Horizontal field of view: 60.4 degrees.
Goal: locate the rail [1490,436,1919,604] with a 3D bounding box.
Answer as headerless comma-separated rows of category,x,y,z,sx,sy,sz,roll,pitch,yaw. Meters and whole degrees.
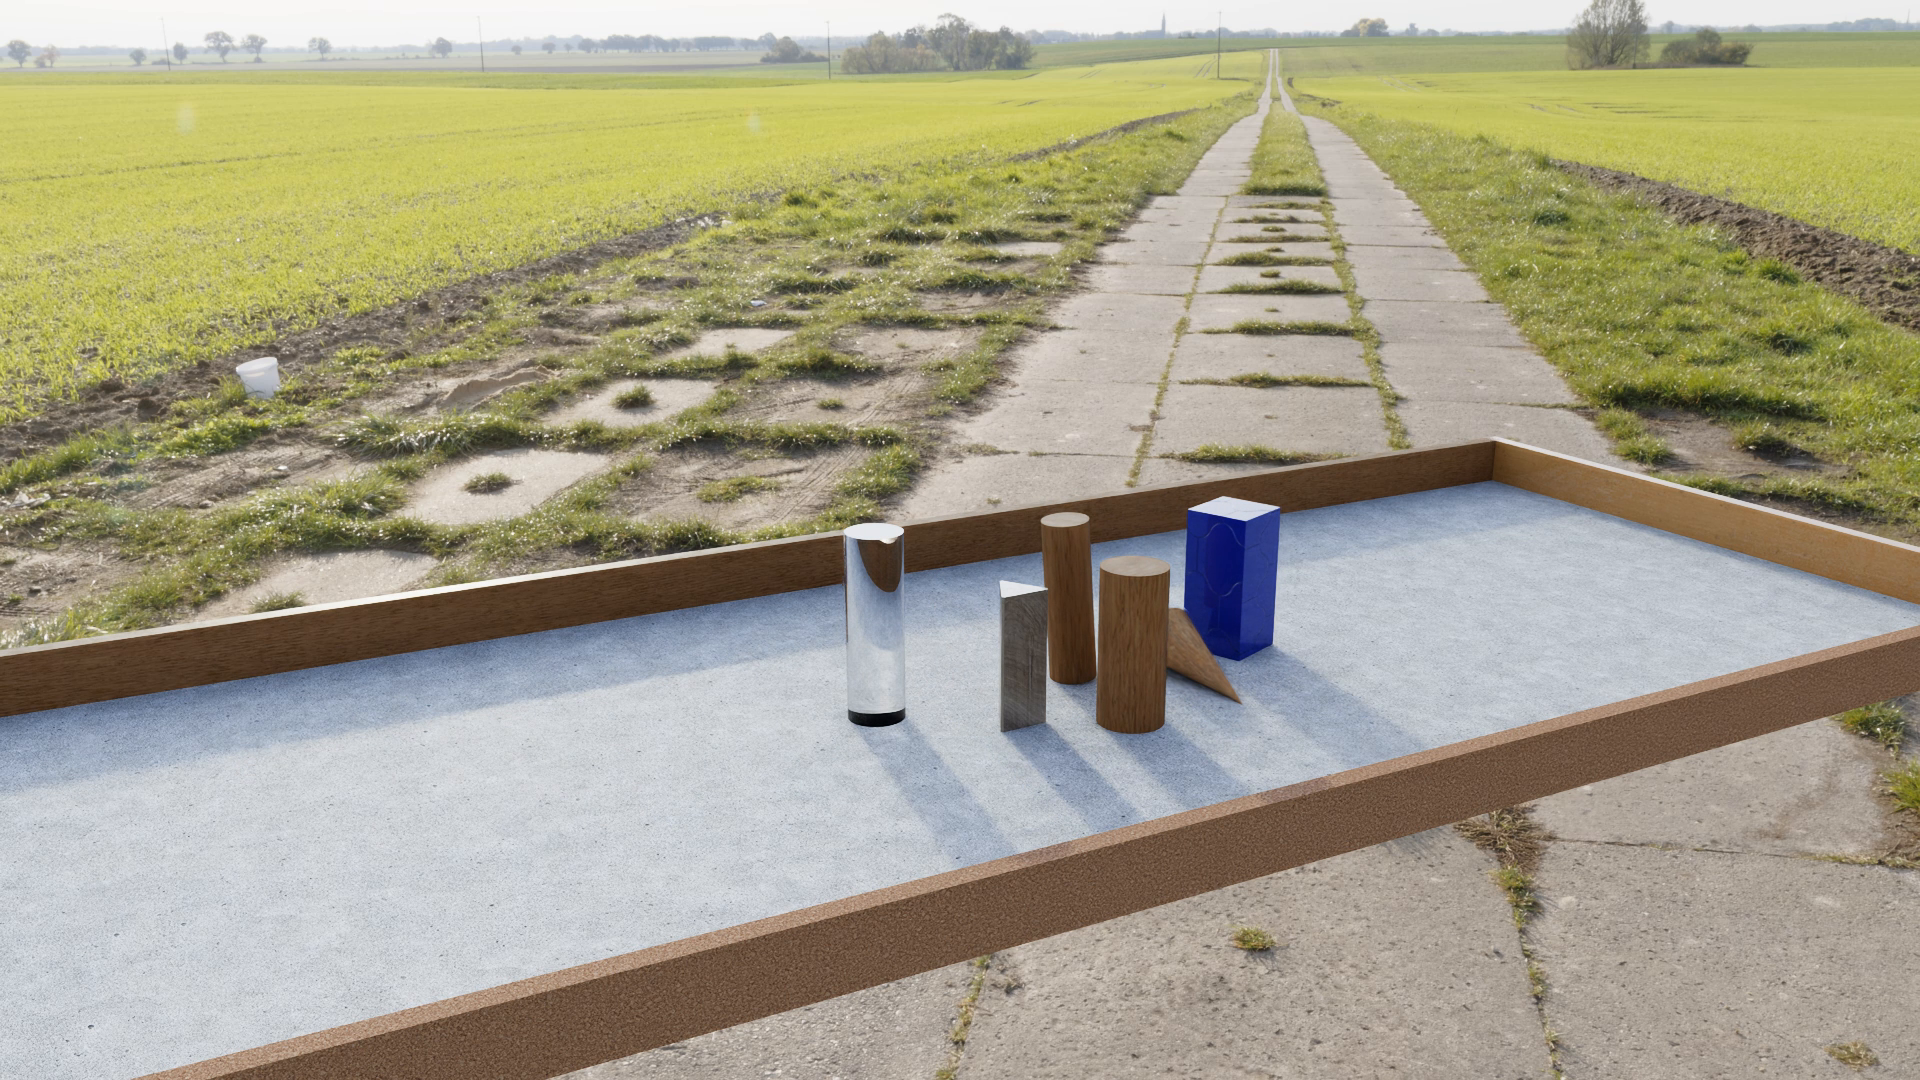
rail,2.466,-0.048,5.253,0.050,0.150,2.100,-9,18,-27

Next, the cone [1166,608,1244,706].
cone,0.607,0.321,4.128,0.154,0.154,0.349,-8,31,-26

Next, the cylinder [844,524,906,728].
cylinder,-0.199,0.199,3.865,0.138,0.458,0.138,0,16,0

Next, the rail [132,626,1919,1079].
rail,-2.336,1.006,1.665,12.000,0.150,0.050,-9,18,-27

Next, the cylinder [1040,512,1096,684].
cylinder,0.272,0.146,4.112,0.120,0.413,0.120,-4,18,1

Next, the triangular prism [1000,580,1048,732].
triangular prism,0.123,0.267,3.861,0.123,0.330,0.106,-10,19,-29

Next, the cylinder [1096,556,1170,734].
cylinder,0.403,0.243,3.848,0.162,0.383,0.162,0,16,0

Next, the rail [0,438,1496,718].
rail,-3.305,0.497,3.399,12.000,0.150,0.050,-9,18,-27

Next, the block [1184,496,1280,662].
block,0.714,0.099,4.346,0.174,0.379,0.174,13,21,38
